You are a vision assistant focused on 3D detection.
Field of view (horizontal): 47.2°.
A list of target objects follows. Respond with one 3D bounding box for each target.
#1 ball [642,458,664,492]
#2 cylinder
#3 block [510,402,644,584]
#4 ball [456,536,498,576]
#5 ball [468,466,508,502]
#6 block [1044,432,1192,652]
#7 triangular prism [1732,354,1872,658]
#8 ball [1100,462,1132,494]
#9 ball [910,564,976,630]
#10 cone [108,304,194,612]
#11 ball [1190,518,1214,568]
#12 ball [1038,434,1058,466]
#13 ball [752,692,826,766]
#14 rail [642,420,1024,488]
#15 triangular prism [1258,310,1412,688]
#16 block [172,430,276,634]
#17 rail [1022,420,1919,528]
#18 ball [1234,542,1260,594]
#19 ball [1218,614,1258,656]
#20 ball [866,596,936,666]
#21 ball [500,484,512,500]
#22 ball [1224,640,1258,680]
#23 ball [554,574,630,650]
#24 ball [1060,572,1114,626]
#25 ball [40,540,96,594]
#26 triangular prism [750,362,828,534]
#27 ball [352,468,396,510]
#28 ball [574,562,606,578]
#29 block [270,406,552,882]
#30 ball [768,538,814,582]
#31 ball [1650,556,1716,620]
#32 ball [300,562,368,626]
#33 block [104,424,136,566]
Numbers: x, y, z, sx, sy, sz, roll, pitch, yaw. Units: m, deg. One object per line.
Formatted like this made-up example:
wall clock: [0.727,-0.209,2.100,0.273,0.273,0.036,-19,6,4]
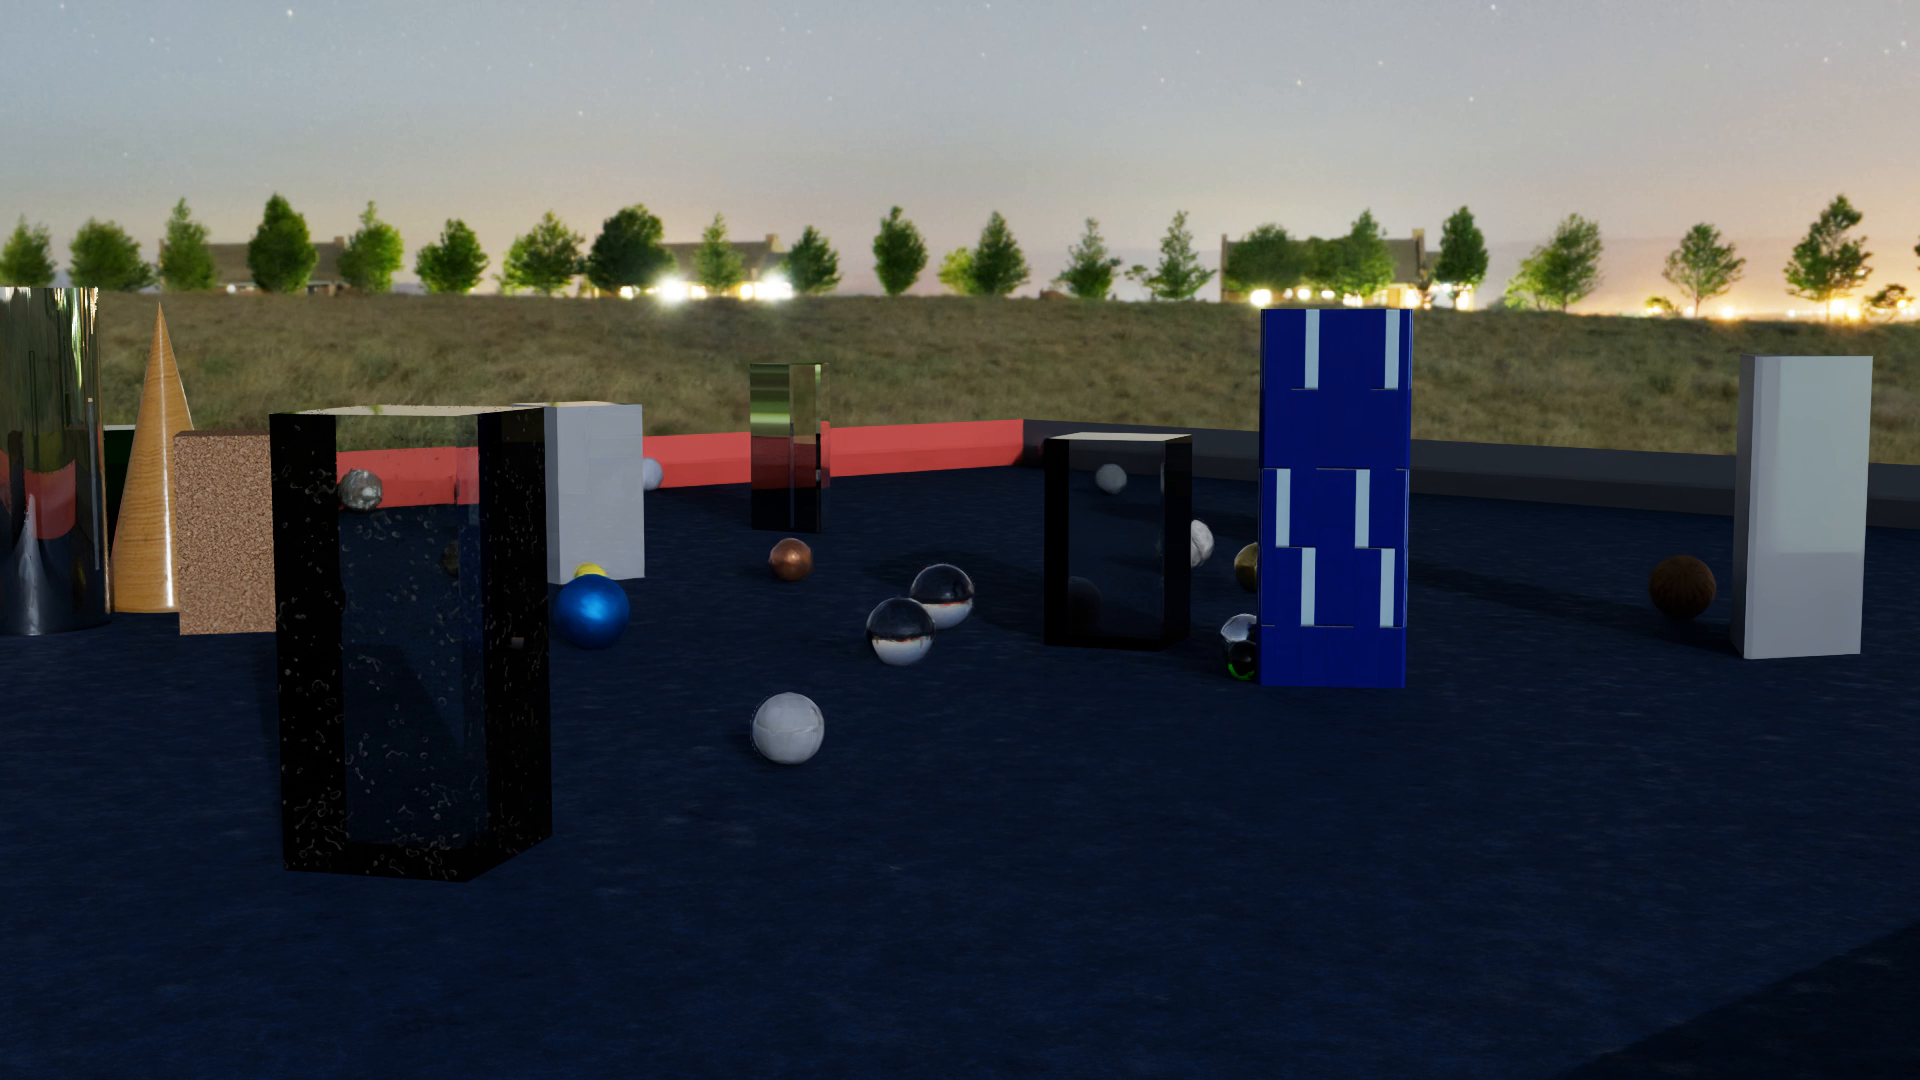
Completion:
ball: [-0.771,-0.160,5.417,0.084,0.084,0.084,0,6,0]
cylinder: [-1.313,-0.116,3.101,0.199,0.476,0.199,0,6,0]
block: [-0.641,-0.083,3.683,0.159,0.290,0.159,-5,8,-39]
ball: [-0.813,0.026,3.706,0.069,0.069,0.069,0,6,0]
ball: [-1.098,-0.130,5.114,0.088,0.088,0.088,0,6,0]
block: [0.215,-0.002,2.970,0.159,0.276,0.159,2,6,20]
triangular prism: [1.072,-0.050,2.899,0.172,0.387,0.149,-2,6,-17]
ball: [0.383,-0.153,5.377,0.078,0.078,0.078,0,6,0]
ball: [-0.025,0.080,3.077,0.092,0.092,0.092,0,6,0]
cone: [-1.203,-0.131,3.328,0.199,0.460,0.199,0,6,0]
ball: [0.396,0.006,3.808,0.087,0.087,0.087,0,6,0]
ball: [0.267,-0.246,6.180,0.098,0.098,0.098,0,6,0]
ball: [-0.168,0.186,2.162,0.072,0.072,0.072,0,6,0]
rail: [-1.439,-0.128,4.883,4.461,0.129,0.045,-5,8,-42]
triangular prism: [0.450,-0.056,2.668,0.172,0.447,0.149,1,6,7]
block: [-1.019,-0.015,3.115,0.159,0.274,0.159,-2,6,-15]
rail: [1.622,-0.121,4.820,0.045,0.129,4.292,-5,8,-42]
ball: [0.473,0.044,3.473,0.081,0.081,0.081,0,6,0]
ball: [0.358,0.126,2.764,0.066,0.066,0.066,0,6,0]
ball: [-0.075,0.115,2.758,0.088,0.088,0.088,0,6,0]
ball: [-1.080,-0.115,5.190,0.043,0.043,0.043,0,6,0]
ball: [0.344,0.145,2.659,0.049,0.049,0.049,0,6,0]
ball: [-0.485,0.095,2.899,0.099,0.099,0.099,0,6,0]
ball: [0.180,0.083,3.125,0.075,0.075,0.075,0,6,0]
ball: [-1.410,0.043,3.476,0.083,0.083,0.083,0,6,0]
triangular prism: [-0.314,-0.191,4.496,0.172,0.338,0.149,4,7,33]
ball: [-1.308,-0.114,4.911,0.098,0.098,0.098,0,6,0]
ball: [-0.582,0.061,3.461,0.050,0.050,0.050,0,6,0]
block: [-0.443,0.076,1.795,0.159,0.365,0.159,1,6,14]
ball: [-0.277,0.034,3.614,0.073,0.073,0.073,0,6,0]
ball: [1.047,0.069,3.186,0.092,0.092,0.092,0,6,0]
ball: [-0.886,0.076,3.113,0.092,0.092,0.092,0,6,0]
block: [-1.432,-0.074,3.819,0.159,0.244,0.159,-4,7,-31]
